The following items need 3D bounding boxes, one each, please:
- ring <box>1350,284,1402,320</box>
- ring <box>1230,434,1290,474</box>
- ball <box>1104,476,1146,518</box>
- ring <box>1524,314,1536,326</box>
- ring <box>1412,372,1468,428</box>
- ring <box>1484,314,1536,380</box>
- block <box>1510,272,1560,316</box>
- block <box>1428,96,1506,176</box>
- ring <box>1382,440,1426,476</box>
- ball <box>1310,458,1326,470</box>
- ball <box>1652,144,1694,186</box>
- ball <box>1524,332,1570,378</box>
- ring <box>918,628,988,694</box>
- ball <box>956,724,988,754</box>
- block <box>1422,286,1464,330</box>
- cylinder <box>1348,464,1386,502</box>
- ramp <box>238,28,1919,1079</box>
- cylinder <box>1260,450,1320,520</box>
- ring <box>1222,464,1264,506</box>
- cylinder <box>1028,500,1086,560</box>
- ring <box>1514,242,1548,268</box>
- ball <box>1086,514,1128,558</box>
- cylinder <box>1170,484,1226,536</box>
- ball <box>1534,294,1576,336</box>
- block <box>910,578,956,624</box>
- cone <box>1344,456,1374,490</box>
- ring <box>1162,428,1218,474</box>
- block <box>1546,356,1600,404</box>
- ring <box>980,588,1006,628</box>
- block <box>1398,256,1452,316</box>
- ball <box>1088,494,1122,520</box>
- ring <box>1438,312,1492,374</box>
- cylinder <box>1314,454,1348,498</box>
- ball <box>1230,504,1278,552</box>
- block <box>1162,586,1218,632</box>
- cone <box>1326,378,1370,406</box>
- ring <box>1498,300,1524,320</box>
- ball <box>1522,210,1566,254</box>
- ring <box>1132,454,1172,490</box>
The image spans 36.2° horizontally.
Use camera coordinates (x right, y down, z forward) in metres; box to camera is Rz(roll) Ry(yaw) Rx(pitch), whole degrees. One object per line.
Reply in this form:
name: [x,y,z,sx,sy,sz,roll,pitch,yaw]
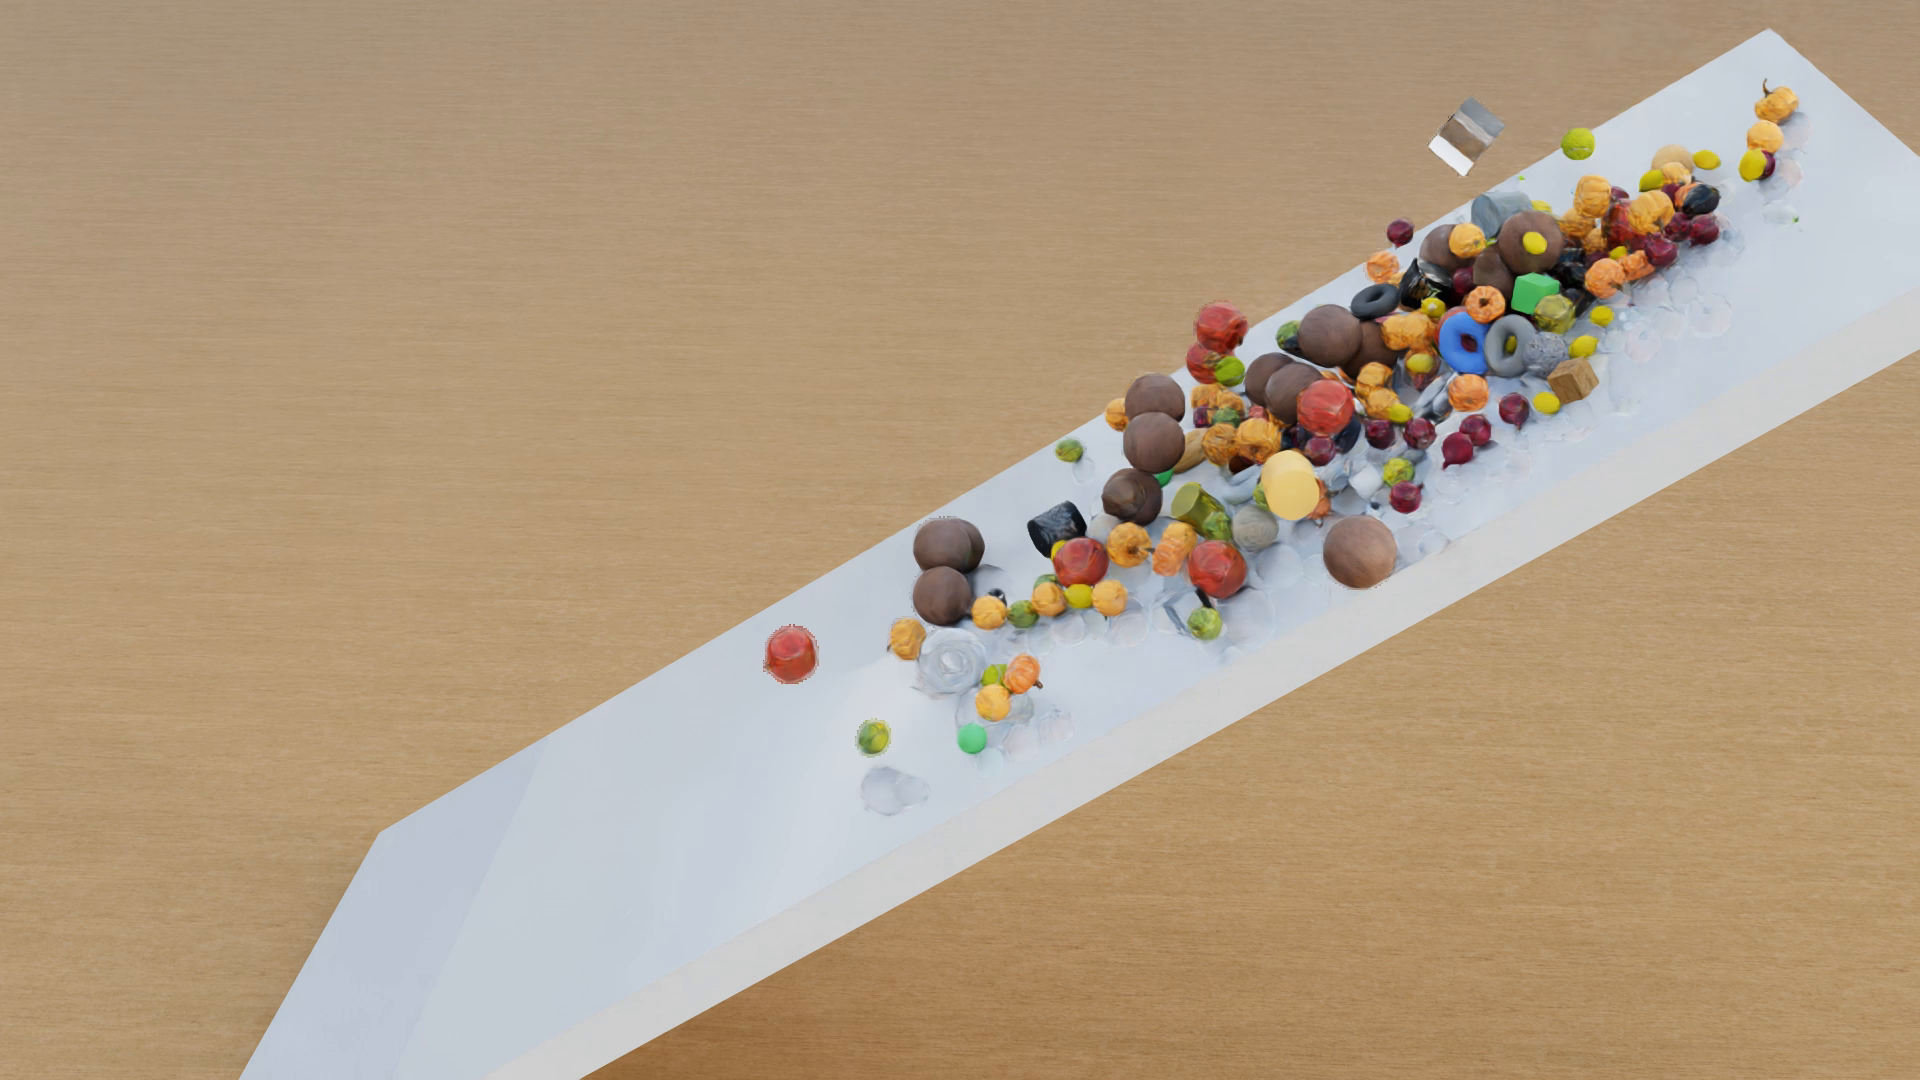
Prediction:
ring: [0.860,-0.493,6.079,0.110,0.037,0.110,-20,27,11]
ring: [0.619,-0.175,6.078,0.135,0.045,0.135,-27,6,3]
ball: [0.340,-0.090,6.048,0.086,0.086,0.086,0,20,0]
ring: [1.138,-0.450,5.902,0.100,0.033,0.100,-34,16,11]
ring: [0.934,-0.273,5.721,0.045,0.134,0.134,41,15,-13]
ring: [1.056,-0.370,5.639,0.042,0.126,0.126,5,13,-38]
block: [1.115,-0.475,5.700,0.062,0.062,0.062,24,29,37]
block: [1.057,-0.843,6.135,0.098,0.098,0.098,40,48,3]
ring: [0.846,-0.156,5.593,0.093,0.031,0.093,-32,14,9]
ball: [0.705,-0.135,5.780,0.052,0.052,0.052,0,20,0]
ball: [1.483,-0.779,6.118,0.089,0.089,0.089,0,20,0]
ball: [1.105,-0.349,5.537,0.085,0.085,0.085,0,20,0]
ring: [-0.015,0.243,5.911,0.142,0.142,0.047,-1,18,-2]
ball: [0.023,0.376,5.573,0.058,0.058,0.058,0,20,0]
block: [1.019,-0.503,6.245,0.072,0.072,0.072,-28,16,21]
cylinder: [0.763,-0.108,5.510,0.052,0.052,0.052,-39,20,7]
ramp: [0.141,0.169,6.291,4.000,0.100,2.000,-30,15,13]
cylinder: [0.616,-0.103,5.489,0.099,0.099,0.099,0,23,0]
ring: [0.586,-0.113,5.984,0.117,0.039,0.117,-32,14,9]
cylinder: [0.206,-0.022,6.198,0.091,0.091,0.091,-32,27,-8]
ring: [1.214,-0.612,6.243,0.078,0.026,0.078,-24,40,22]
ball: [0.306,-0.008,6.135,0.090,0.090,0.090,0,20,0]
cylinder: [0.478,-0.060,5.902,0.079,0.079,0.079,34,3,-28]
ball: [1.137,-0.430,5.626,0.080,0.080,0.080,0,20,0]
block: [-0.058,0.135,6.482,0.067,0.067,0.067,-36,15,1]
cone: [0.750,-0.116,5.586,0.060,0.060,0.060,7,49,19]
ring: [0.499,-0.195,6.407,0.142,0.047,0.142,-31,15,9]
block: [1.123,-0.292,5.391,0.058,0.058,0.058,-16,23,49]
ring: [0.070,0.142,6.150,0.029,0.087,0.087,14,24,27]
block: [0.961,-0.523,6.077,0.076,0.076,0.076,19,35,-15]
ball: [0.313,-0.064,6.326,0.075,0.075,0.075,0,20,0]
ring: [1.001,-0.386,5.782,0.129,0.129,0.043,13,30,32]
cylinder: [0.721,-0.123,5.686,0.063,0.063,0.063,-38,33,-17]
ball: [0.565,-0.024,5.642,0.091,0.091,0.091,0,20,0]
block: [0.429,0.129,5.501,0.061,0.061,0.061,-38,16,-18]
cone: [0.806,-0.295,6.096,0.090,0.090,0.090,-2,19,11]
ring: [1.087,-0.441,5.809,0.029,0.087,0.087,31,20,-5]
ball: [1.226,-0.647,6.178,0.090,0.090,0.090,0,20,0]
ring: [0.410,-0.144,6.273,0.087,0.029,0.087,-6,61,12]
